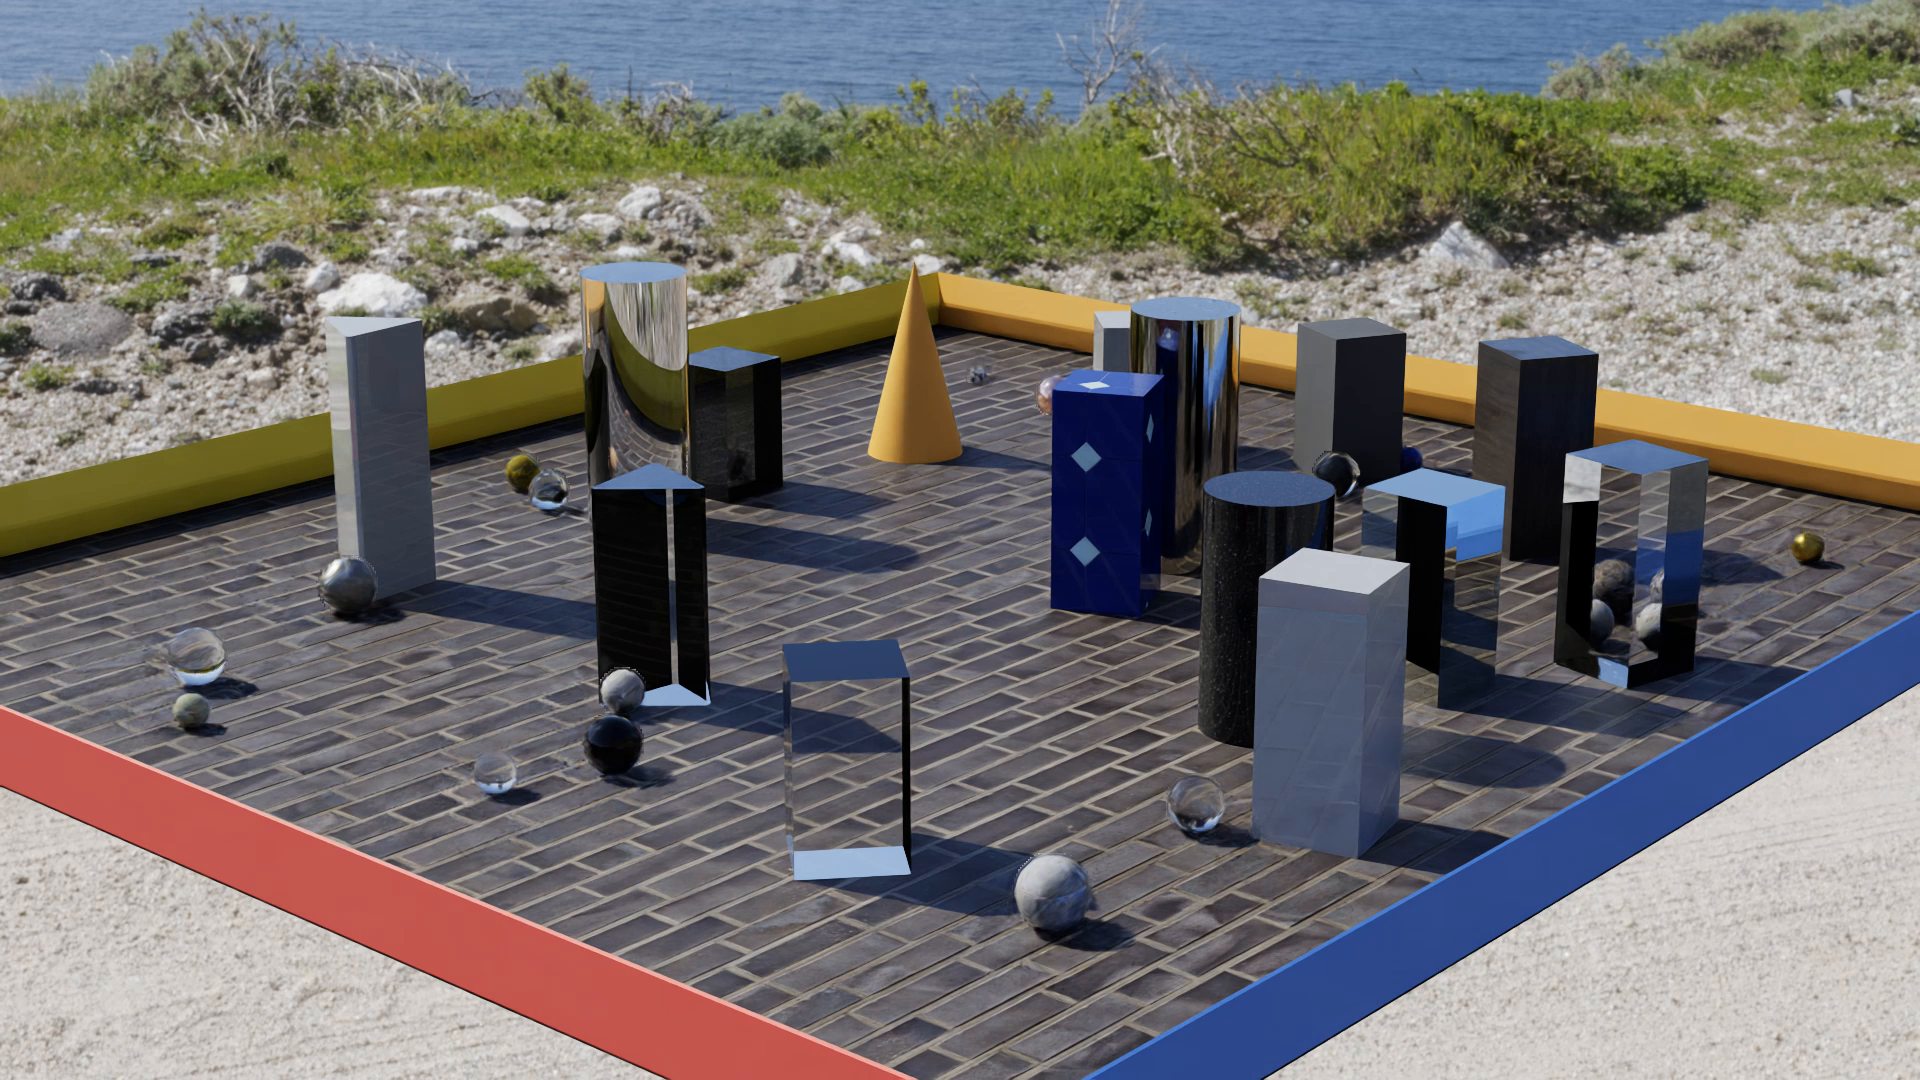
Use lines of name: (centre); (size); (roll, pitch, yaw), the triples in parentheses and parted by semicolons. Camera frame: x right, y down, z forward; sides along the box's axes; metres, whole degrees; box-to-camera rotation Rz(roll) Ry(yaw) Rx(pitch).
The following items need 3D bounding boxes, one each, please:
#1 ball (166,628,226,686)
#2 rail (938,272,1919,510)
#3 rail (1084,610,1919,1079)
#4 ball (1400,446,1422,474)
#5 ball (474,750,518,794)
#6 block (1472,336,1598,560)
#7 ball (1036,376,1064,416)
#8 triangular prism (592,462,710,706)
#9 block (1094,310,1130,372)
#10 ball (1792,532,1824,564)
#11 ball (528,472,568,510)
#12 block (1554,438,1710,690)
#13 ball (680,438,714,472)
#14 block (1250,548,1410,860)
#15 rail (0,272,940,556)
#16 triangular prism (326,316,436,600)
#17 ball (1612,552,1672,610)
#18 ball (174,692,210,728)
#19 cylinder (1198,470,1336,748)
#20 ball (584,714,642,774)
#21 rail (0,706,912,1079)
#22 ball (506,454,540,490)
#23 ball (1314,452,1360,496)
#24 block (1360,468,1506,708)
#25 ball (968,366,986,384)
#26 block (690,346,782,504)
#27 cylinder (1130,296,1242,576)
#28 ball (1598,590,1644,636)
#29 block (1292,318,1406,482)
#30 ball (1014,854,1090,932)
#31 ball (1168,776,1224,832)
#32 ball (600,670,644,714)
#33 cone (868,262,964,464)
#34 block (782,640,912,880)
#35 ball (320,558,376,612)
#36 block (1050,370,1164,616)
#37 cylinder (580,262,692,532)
ball: (-1.217, 0.186, 4.671); (0.094, 0.094, 0.094); (0, 17, 0)
rail: (1.037, -0.313, 6.264); (2.932, 0.128, 0.045); (14, 22, 39)
rail: (1.089, 0.305, 4.215); (0.045, 0.128, 3.212); (14, 22, 39)
ball: (0.900, -0.160, 5.886); (0.056, 0.056, 0.056); (0, 17, 0)
ball: (-0.671, 0.335, 4.230); (0.063, 0.063, 0.063); (0, 17, 0)
block: (1.048, -0.170, 5.369); (0.158, 0.374, 0.158); (-5, 18, -17)
ball: (0.209, -0.311, 6.334); (0.087, 0.087, 0.087); (0, 17, 0)
triangular prism: (-0.480, 0.068, 4.615); (0.171, 0.353, 0.148); (0, 17, -1)
block: (0.363, -0.323, 6.052); (0.158, 0.272, 0.158); (-1, 17, -4)
ball: (1.534, 0.014, 5.306); (0.058, 0.058, 0.058); (0, 17, 0)
ball: (-0.791, -0.095, 5.636); (0.075, 0.075, 0.075); (0, 17, 0)
block: (1.078, 0.037, 4.717); (0.158, 0.354, 0.158); (-12, 20, -34)
ball: (-0.528, -0.172, 5.872); (0.068, 0.068, 0.068); (0, 17, 0)
block: (0.511, 0.223, 4.052); (0.158, 0.380, 0.158); (9, 19, 27)
rail: (-1.089, -0.241, 6.025); (0.045, 0.128, 3.212); (14, 22, 39)
triangular prism: (-1.042, -0.149, 5.125); (0.148, 0.474, 0.171); (12, 21, 35)
ball: (1.174, 0.070, 5.049); (0.099, 0.099, 0.099); (0, 17, 0)
ball: (-1.177, 0.261, 4.490); (0.055, 0.055, 0.055); (0, 17, 0)
cylinder: (0.464, 0.104, 4.448); (0.197, 0.380, 0.197); (0, 17, 0)
ball: (-0.510, 0.300, 4.305); (0.087, 0.087, 0.087); (0, 17, 0)
rail: (-1.037, 0.377, 3.976); (2.932, 0.128, 0.045); (14, 22, 39)
ball: (-0.861, -0.134, 5.776); (0.070, 0.070, 0.070); (0, 17, 0)
ball: (0.737, -0.128, 5.725); (0.088, 0.088, 0.088); (0, 17, 0)
block: (0.743, 0.074, 4.638); (0.158, 0.328, 0.158); (15, 23, 41)
ball: (0.039, -0.371, 6.613); (0.041, 0.041, 0.041); (0, 17, 0)
block: (-0.461, -0.228, 5.754); (0.158, 0.263, 0.158); (13, 21, 37)
cylinder: (0.401, -0.188, 5.271); (0.197, 0.465, 0.197); (0, 17, 0)
ball: (1.106, 0.123, 4.909); (0.077, 0.077, 0.077); (0, 17, 0)
block: (0.778, -0.279, 5.866); (0.158, 0.296, 0.158); (-7, 18, -21)
ball: (0.120, 0.454, 3.775); (0.098, 0.098, 0.098); (0, 17, 0)
ball: (0.329, 0.369, 4.091); (0.080, 0.080, 0.080); (0, 17, 0)
ball: (-0.523, 0.235, 4.547); (0.067, 0.067, 0.067); (0, 17, 0)
cone: (-0.092, -0.375, 6.003); (0.197, 0.399, 0.197); (0, 17, 0)
block: (-0.154, 0.297, 3.980); (0.158, 0.282, 0.158); (-2, 17, -7)
ball: (-1.050, 0.077, 5.029); (0.096, 0.096, 0.096); (0, 17, 0)
block: (0.254, -0.083, 5.054); (0.158, 0.388, 0.158); (5, 17, 16)
cylinder: (-0.602, -0.261, 5.473); (0.197, 0.487, 0.197); (0, 17, 0)
